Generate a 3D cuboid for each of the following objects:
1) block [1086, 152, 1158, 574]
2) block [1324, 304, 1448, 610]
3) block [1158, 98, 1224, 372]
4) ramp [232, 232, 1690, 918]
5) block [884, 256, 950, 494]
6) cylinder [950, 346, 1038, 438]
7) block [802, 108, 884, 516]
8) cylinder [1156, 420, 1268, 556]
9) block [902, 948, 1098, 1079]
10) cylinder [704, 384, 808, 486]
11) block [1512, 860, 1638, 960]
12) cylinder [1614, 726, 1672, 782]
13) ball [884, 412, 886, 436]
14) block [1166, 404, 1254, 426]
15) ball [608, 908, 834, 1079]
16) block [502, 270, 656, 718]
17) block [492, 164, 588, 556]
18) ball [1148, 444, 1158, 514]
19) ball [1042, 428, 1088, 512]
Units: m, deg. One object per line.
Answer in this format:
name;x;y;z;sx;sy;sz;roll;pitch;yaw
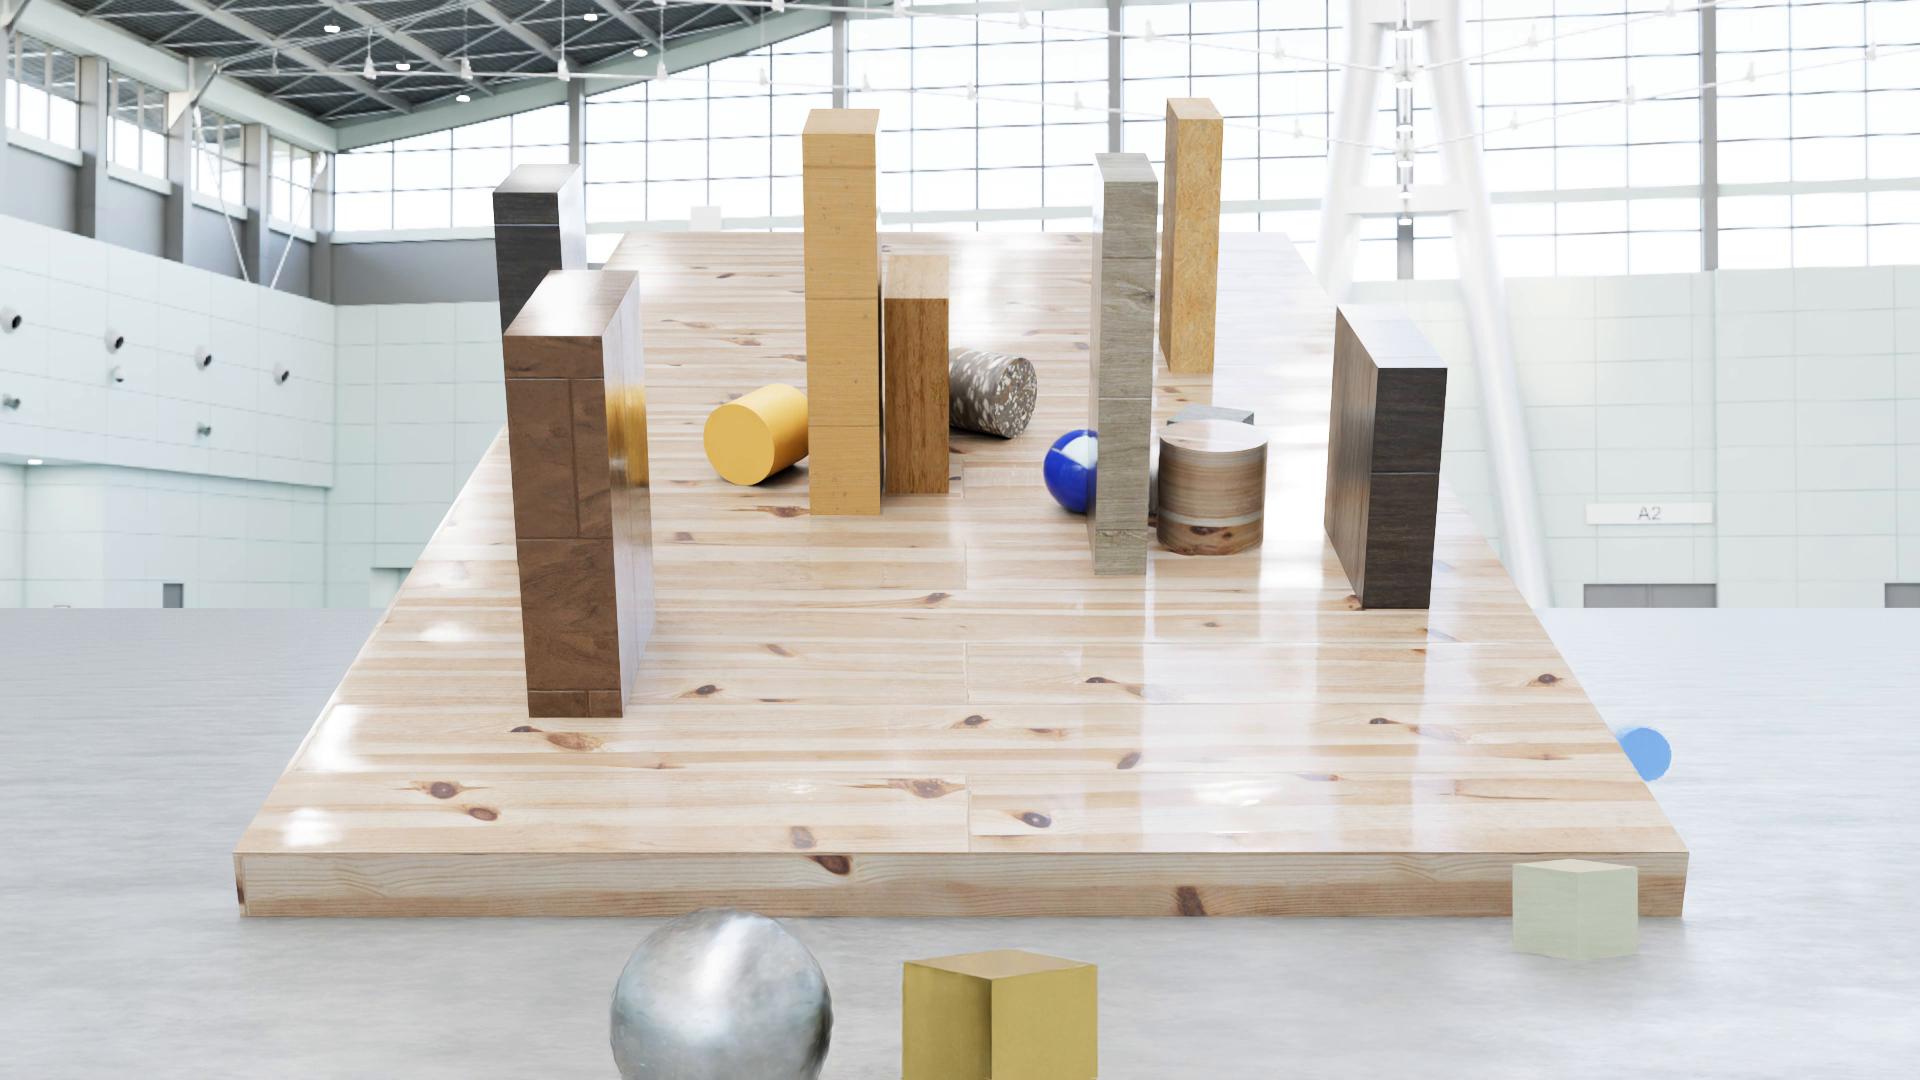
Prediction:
block;0.292;-0.321;4.124;0.094;0.719;0.275;0;20;0
block;0.761;-0.159;4.093;0.118;0.437;0.438;0;20;0
block;0.551;-0.734;5.436;0.104;0.602;0.316;0;20;0
ramp;-0.005;-0.206;5.007;2.000;0.100;4.000;0;20;0
block;-0.086;-0.346;4.656;0.127;0.401;0.374;0;20;0
cylinder;0.048;-0.323;4.925;0.175;0.175;0.175;12;5;31
block;-0.224;-0.448;4.434;0.137;0.744;0.291;0;20;0
cylinder;0.475;-0.100;4.272;0.203;0.203;0.203;0;20;0
block;0.035;0.431;1.981;0.121;0.121;0.121;1;-2;-39
cylinder;-0.407;-0.218;4.639;0.171;0.171;0.171;-1;17;29
block;0.769;0.461;2.832;0.107;0.107;0.107;1;-2;-33
cylinder;1.664;0.523;5.553;0.130;0.130;0.130;0;-2;7
ball;-0.231;-0.253;4.746;0.164;0.164;0.164;0;-2;0
block;0.508;-0.187;4.607;0.137;0.137;0.137;10;22;25
ball;-0.197;0.396;1.866;0.184;0.184;0.184;0;-2;0
block;-0.598;-0.083;3.618;0.146;0.613;0.420;0;20;0
block;-0.755;-0.324;4.169;0.114;0.690;0.270;0;20;0
ball;0.392;-0.120;4.423;0.137;0.137;0.137;0;-2;0
ball;0.243;-0.135;4.425;0.164;0.164;0.164;0;-2;0
